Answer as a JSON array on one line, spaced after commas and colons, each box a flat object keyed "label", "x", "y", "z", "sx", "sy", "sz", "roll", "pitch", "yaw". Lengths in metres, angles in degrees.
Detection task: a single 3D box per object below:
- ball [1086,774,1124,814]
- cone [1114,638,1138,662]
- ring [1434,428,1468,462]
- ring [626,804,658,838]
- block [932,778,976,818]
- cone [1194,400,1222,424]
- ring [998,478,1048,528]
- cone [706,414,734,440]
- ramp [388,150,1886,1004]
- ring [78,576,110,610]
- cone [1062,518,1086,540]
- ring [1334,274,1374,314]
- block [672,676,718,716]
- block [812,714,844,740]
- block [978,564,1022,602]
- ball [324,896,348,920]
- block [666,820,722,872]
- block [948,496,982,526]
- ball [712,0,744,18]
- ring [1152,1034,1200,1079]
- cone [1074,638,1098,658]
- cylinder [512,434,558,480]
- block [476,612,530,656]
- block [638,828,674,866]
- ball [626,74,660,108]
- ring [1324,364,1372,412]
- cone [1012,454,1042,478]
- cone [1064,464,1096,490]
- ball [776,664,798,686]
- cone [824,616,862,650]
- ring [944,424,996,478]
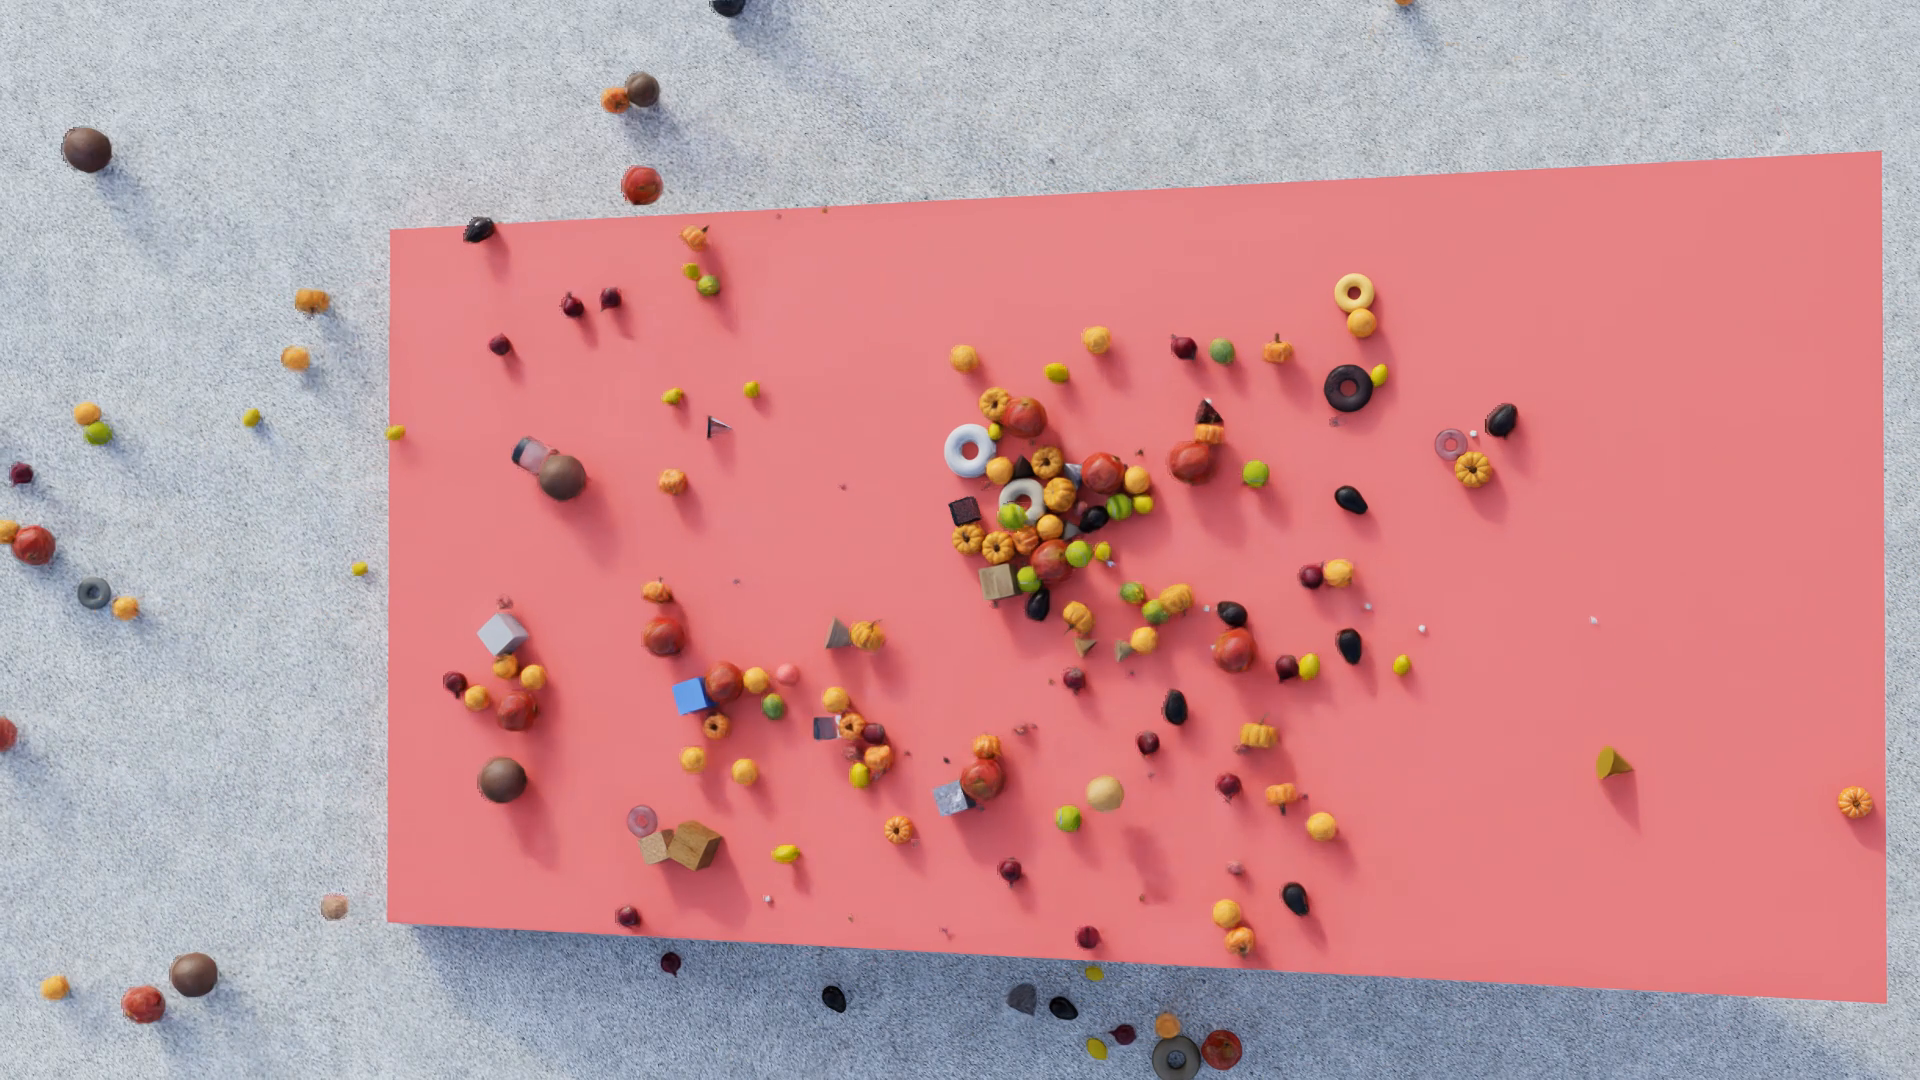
[{"label": "ball", "x": 0.371, "y": 0.648, "z": 5.604, "sx": 0.098, "sy": 0.098, "sz": 0.098, "roll": 0, "pitch": 89, "yaw": 0}, {"label": "cone", "x": 0.437, "y": 0.281, "z": 5.682, "sx": 0.060, "sy": 0.060, "sz": 0.060, "roll": -5, "pitch": 89, "yaw": -9}, {"label": "ring", "x": 1.216, "y": -0.236, "z": 5.446, "sx": 0.083, "sy": 0.028, "sz": 0.083, "roll": 0, "pitch": 90, "yaw": 19}, {"label": "ring", "x": -0.879, "y": 0.779, "z": 6.084, "sx": 0.093, "sy": 0.031, "sz": 0.093, "roll": -1, "pitch": 88, "yaw": 18}, {"label": "block", "x": -0.015, "y": 0.678, "z": 5.790, "sx": 0.078, "sy": 0.078, "sz": 0.078, "roll": -21, "pitch": 83, "yaw": 16}, {"label": "cone", "x": 0.645, "y": -0.317, "z": 5.624, "sx": 0.067, "sy": 0.067, "sz": 0.067, "roll": 20, "pitch": 89, "yaw": -10}, {"label": "ring", "x": 0.167, "y": -0.097, "z": 5.763, "sx": 0.136, "sy": 0.045, "sz": 0.136, "roll": 0, "pitch": 90, "yaw": 16}, {"label": "cone", "x": -0.657, "y": -0.307, "z": 6.029, "sx": 0.072, "sy": 0.072, "sz": 0.072, "roll": 3, "pitch": 89, "yaw": -9}, {"label": "ramp", "x": 0.274, "y": 0.094, "z": 5.802, "sx": 4.000, "sy": 0.100, "sz": 2.000, "roll": 0, "pitch": 89, "yaw": 17}, {"label": "ring", "x": -2.531, "y": 0.155, "z": 6.429, "sx": 0.097, "sy": 0.032, "sz": 0.097, "roll": 0, "pitch": 90, "yaw": 0}, {"label": "cone", "x": 0.299, "y": -0.025, "z": 5.730, "sx": 0.058, "sy": 0.058, "sz": 0.058, "roll": 5, "pitch": 89, "yaw": -9}, {"label": "ring", "x": 0.990, "y": -0.619, "z": 5.519, "sx": 0.101, "sy": 0.034, "sz": 0.101, "roll": 0, "pitch": 90, "yaw": 17}, {"label": "block", "x": -0.724, "y": 0.425, "z": 6.013, "sx": 0.084, "sy": 0.084, "sz": 0.084, "roll": -19, "pitch": 84, "yaw": 16}, {"label": "block", "x": -0.354, "y": 0.504, "z": 5.908, "sx": 0.061, "sy": 0.061, "sz": 0.061, "roll": -6, "pitch": 87, "yaw": 17}, {"label": "block", "x": 0.107, "y": 0.110, "z": 5.758, "sx": 0.084, "sy": 0.084, "sz": 0.084, "roll": -12, "pitch": 86, "yaw": 17}, {"label": "ball", "x": -1.808, "y": 1.064, "z": 6.365, "sx": 0.069, "sy": 0.069, "sz": 0.069, "roll": 0, "pitch": 89, "yaw": 0}, {"label": "block", "x": -0.725, "y": 0.833, "z": 6.001, "sx": 0.096, "sy": 0.096, "sz": 0.096, "roll": 27, "pitch": 97, "yaw": 16}, {"label": "block", "x": 0.014, "y": -0.076, "z": 5.802, "sx": 0.060, "sy": 0.060, "sz": 0.060, "roll": -19, "pitch": 84, "yaw": 16}, {"label": "ball", "x": -0.677, "y": -1.575, "z": 6.422, "sx": 0.096, "sy": 0.096, "sz": 0.096, "roll": 0, "pitch": 89, "yaw": 0}, {"label": "ring", "x": 0.630, "y": 1.513, "z": 6.403, "sx": 0.143, "sy": 0.048, "sz": 0.143, "roll": 0, "pitch": 88, "yaw": 0}, {"label": "cone", "x": 0.333, "y": 0.270, "z": 5.715, "sx": 0.056, "sy": 0.056, "sz": 0.056, "roll": -19, "pitch": 89, "yaw": -11}, {"label": "cylinder", "x": -1.190, "y": -0.232, "z": 6.163, "sx": 0.093, "sy": 0.093, "sz": 0.093, "roll": 33, "pitch": 89, "yaw": -2}, {"label": "block", "x": -1.286, "y": 0.265, "z": 6.189, "sx": 0.086, "sy": 0.086, "sz": 0.086, "roll": -43, "pitch": 78, "yaw": 13}, {"label": "block", "x": -0.827, "y": 0.844, "z": 6.043, "sx": 0.076, "sy": 0.076, "sz": 0.076, "roll": -23, "pitch": 83, "yaw": 16}, {"label": "ball", "x": -0.923, "y": -1.312, "z": 6.417, "sx": 0.097, "sy": 0.097, "sz": 0.097, "roll": 0, "pitch": 89, "yaw": 0}, {"label": "ring", "x": 0.974, "y": -0.381, "z": 5.517, "sx": 0.122, "sy": 0.041, "sz": 0.122, "roll": 0, "pitch": 90, "yaw": 17}, {"label": "cone", "x": 0.182, "y": -0.182, "z": 5.766, "sx": 0.069, "sy": 0.069, "sz": 0.069, "roll": 19, "pitch": 89, "yaw": -10}, {"label": "cone", "x": 0.322, "y": -0.179, "z": 5.720, "sx": 0.077, "sy": 0.077, "sz": 0.077, "roll": -25, "pitch": 89, "yaw": -11}, {"label": "ball", "x": -0.467, "y": 0.363, "z": 5.945, "sx": 0.060, "sy": 0.060, "sz": 0.060, "roll": 0, "pitch": 89, "yaw": 0}, {"label": "cone", "x": -0.306, "y": 0.263, "z": 5.906, "sx": 0.096, "sy": 0.096, "sz": 0.096, "roll": 18, "pitch": 89, "yaw": -10}, {"label": "ring", "x": 0.028, "y": -0.235, "z": 5.806, "sx": 0.145, "sy": 0.048, "sz": 0.145, "roll": -1, "pitch": 88, "yaw": 18}]
